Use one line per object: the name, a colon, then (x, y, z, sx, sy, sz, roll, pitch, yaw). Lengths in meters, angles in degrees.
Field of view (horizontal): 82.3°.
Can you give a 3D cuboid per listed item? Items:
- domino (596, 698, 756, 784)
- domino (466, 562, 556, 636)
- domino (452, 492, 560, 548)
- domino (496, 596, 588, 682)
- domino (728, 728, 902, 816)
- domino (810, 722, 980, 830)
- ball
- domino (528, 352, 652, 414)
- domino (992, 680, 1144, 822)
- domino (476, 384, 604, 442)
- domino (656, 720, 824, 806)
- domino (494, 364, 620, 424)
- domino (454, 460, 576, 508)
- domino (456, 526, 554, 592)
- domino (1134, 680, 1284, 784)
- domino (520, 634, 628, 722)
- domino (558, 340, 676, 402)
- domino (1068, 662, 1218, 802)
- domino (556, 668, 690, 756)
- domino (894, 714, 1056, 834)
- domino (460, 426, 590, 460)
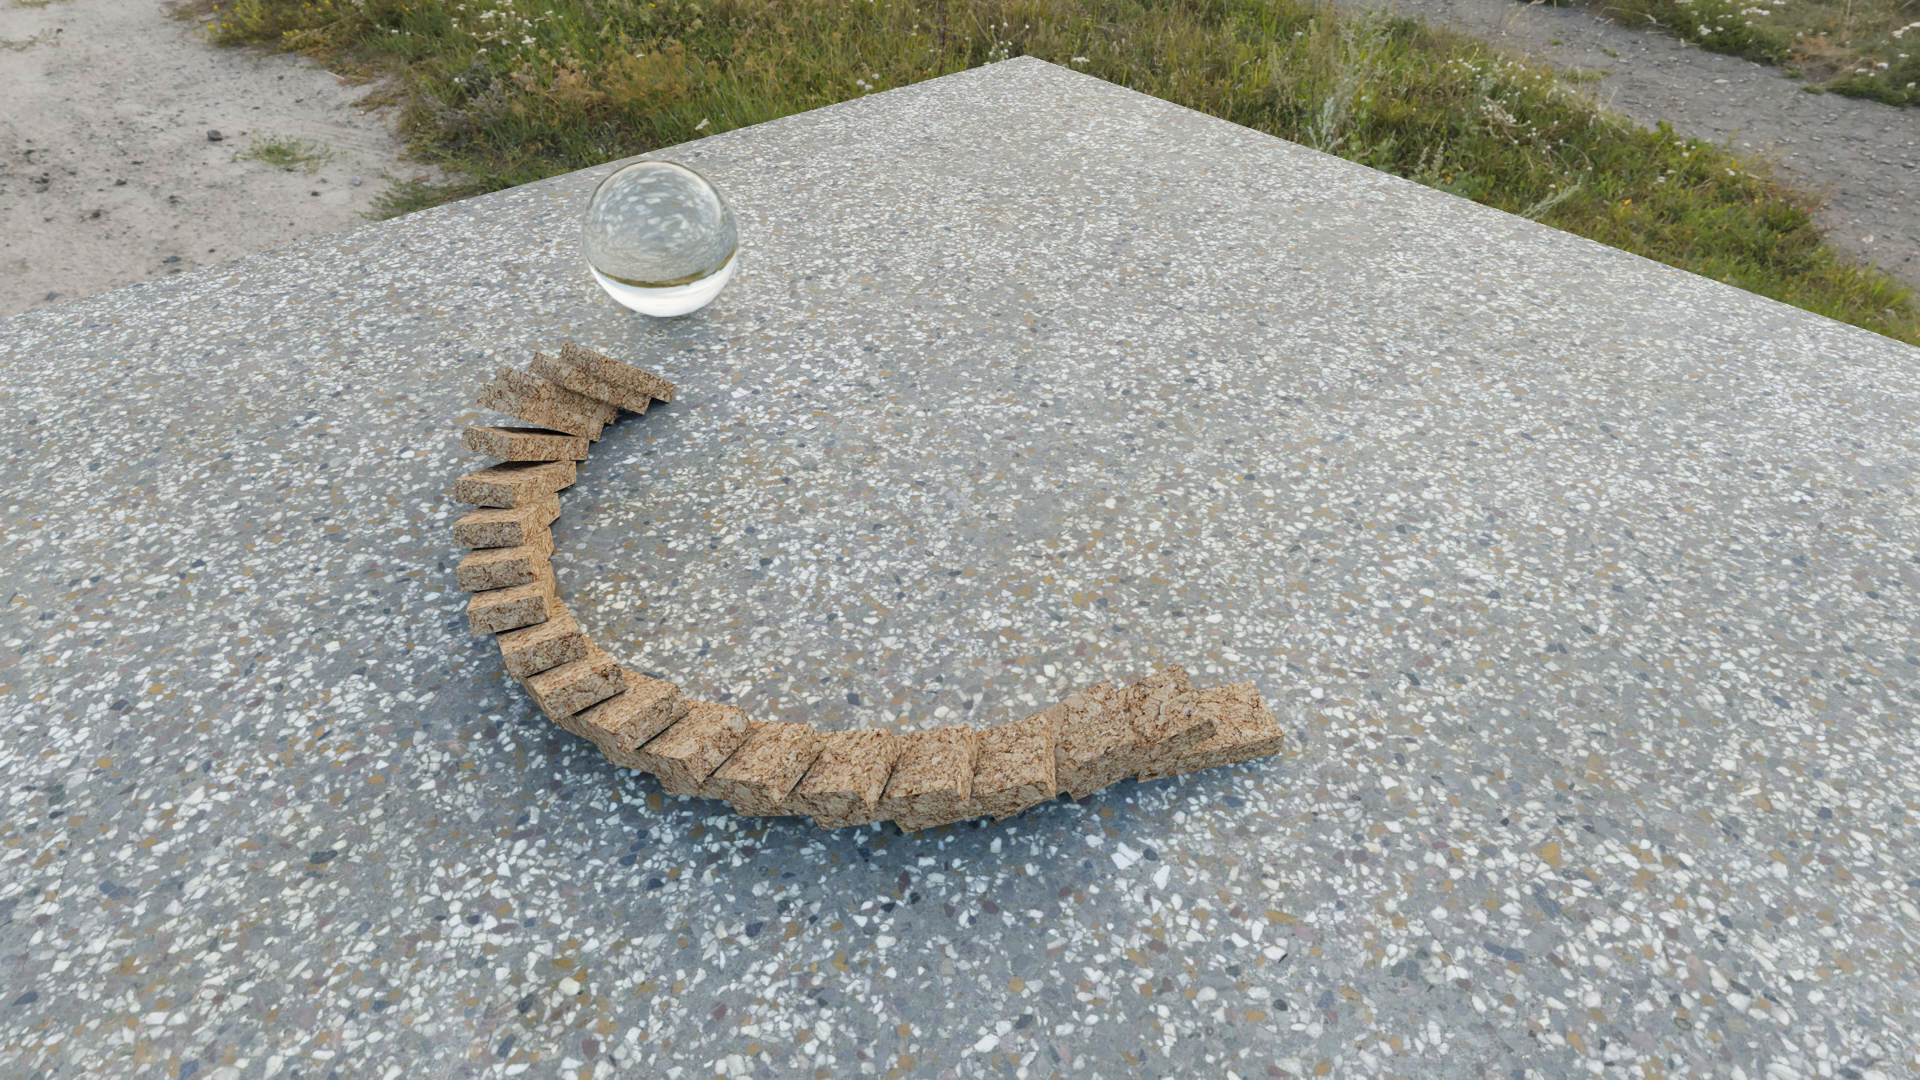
domino: (-0.092, 0.063, 0.351, 0.050, 0.010, 0.025, 0, 32, 41)
domino: (-0.163, 0.021, 0.402, 0.025, 0.009, 0.050, -12, 16, -14)
domino: (-0.179, -0.008, 0.438, 0.025, 0.010, 0.050, -3, 15, -3)
domino: (-0.149, 0.034, 0.386, 0.025, 0.010, 0.050, -20, 19, -23)
domino: (-0.045, 0.072, 0.340, 0.050, 0.010, 0.025, -10, 33, 29)
domino: (-0.020, 0.073, 0.339, 0.050, 0.010, 0.025, -14, 35, 22)
ball: (-0.158, -0.159, 0.581, 0.080, 0.080, 0.080, 0, 39, 0)
domino: (-0.169, -0.072, 0.506, 0.025, 0.009, 0.050, 24, 3, 27)
domino: (0.030, 0.066, 0.348, 0.050, 0.009, 0.025, -26, 41, 5)
domino: (-0.185, -0.056, 0.487, 0.025, 0.010, 0.050, 19, 1, 22)
domino: (-0.069, 0.069, 0.344, 0.050, 0.009, 0.025, -4, 32, 36)
domino: (-0.182, -0.065, 0.498, 0.025, 0.009, 0.050, 20, 1, 25)
domino: (-0.184, -0.025, 0.458, 0.025, 0.010, 0.050, 6, 16, 7)
domino: (-0.172, 0.007, 0.419, 0.025, 0.010, 0.050, -8, 15, -10)
domino: (0.079, 0.063, 0.366, 0.050, 0.009, 0.025, -9, 40, -11)
domino: (-0.133, 0.045, 0.372, 0.025, 0.009, 0.050, -25, 20, -27)
domino: (-0.160, -0.078, 0.515, 0.025, 0.009, 0.050, 24, 3, 26)
domino: (0.054, 0.061, 0.354, 0.050, 0.009, 0.025, -26, 41, 5)
domino: (-0.113, 0.055, 0.361, 0.050, 0.010, 0.025, 5, 32, 47)
domino: (0.004, 0.072, 0.340, 0.050, 0.010, 0.025, -18, 36, 17)
domino: (-0.186, -0.042, 0.474, 0.025, 0.010, 0.050, 14, 8, 16)
